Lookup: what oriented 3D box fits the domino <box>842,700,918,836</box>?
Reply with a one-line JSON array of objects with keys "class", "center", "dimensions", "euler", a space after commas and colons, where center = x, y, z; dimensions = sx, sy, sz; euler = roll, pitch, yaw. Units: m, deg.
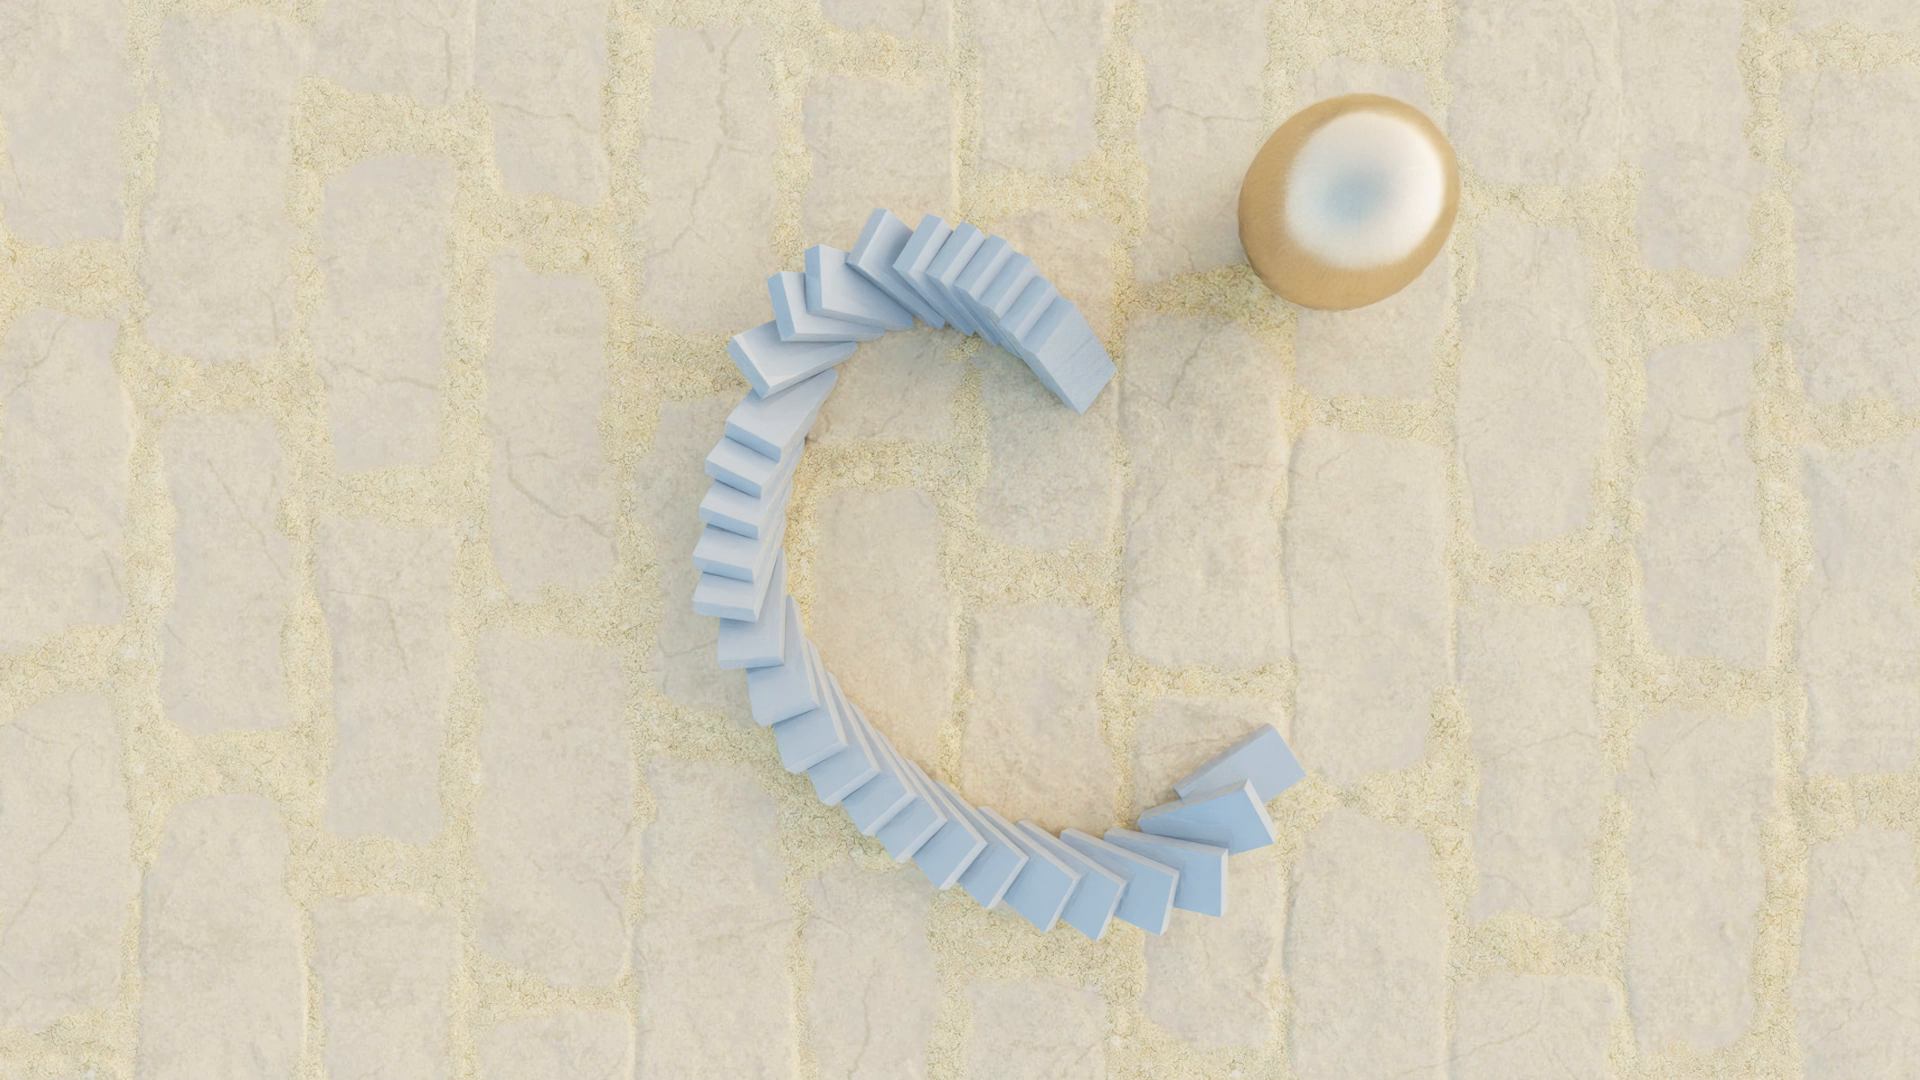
[{"class": "domino", "center": [-0.042, 0.094, 0.382], "dimensions": [0.025, 0.009, 0.050], "euler": [-42, 56, 1]}]

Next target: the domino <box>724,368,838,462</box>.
[{"class": "domino", "center": [-0.074, -0.057, 0.381], "dimensions": [0.025, 0.009, 0.050], "euler": [27, 54, 0]}]

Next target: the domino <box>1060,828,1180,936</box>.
[{"class": "domino", "center": [0.064, 0.142, 0.383], "dimensions": [0.050, 0.009, 0.025], "euler": [13, 92, 30]}]

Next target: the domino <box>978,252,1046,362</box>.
[{"class": "domino", "center": [0.029, -0.092, 0.377], "dimensions": [0.010, 0.050, 0.025], "euler": [37, 90, 36]}]

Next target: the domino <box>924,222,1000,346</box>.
[{"class": "domino", "center": [0.008, -0.104, 0.377], "dimensions": [0.010, 0.050, 0.025], "euler": [36, 90, 36]}]

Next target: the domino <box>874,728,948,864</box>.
[{"class": "domino", "center": [-0.030, 0.106, 0.382], "dimensions": [0.025, 0.009, 0.050], "euler": [-44, 56, 0]}]

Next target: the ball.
[{"class": "ball", "center": [0.151, -0.131, 0.360], "dimensions": [0.080, 0.080, 0.080], "euler": [0, 90, 0]}]

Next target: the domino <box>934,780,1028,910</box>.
[{"class": "domino", "center": [0.002, 0.127, 0.384], "dimensions": [0.050, 0.010, 0.025], "euler": [35, 90, 29]}]

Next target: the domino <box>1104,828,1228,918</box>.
[{"class": "domino", "center": [0.085, 0.138, 0.383], "dimensions": [0.050, 0.010, 0.025], "euler": [1, 93, 31]}]

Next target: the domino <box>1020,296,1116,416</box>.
[{"class": "domino", "center": [0.045, -0.075, 0.377], "dimensions": [0.010, 0.050, 0.025], "euler": [38, 90, 36]}]

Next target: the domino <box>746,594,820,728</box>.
[{"class": "domino", "center": [-0.076, 0.050, 0.382], "dimensions": [0.025, 0.010, 0.050], "euler": [-20, 58, 2]}]

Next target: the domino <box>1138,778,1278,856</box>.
[{"class": "domino", "center": [0.103, 0.120, 0.383], "dimensions": [0.050, 0.009, 0.025], "euler": [-29, 90, 30]}]

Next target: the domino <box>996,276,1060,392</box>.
[{"class": "domino", "center": [0.037, -0.083, 0.377], "dimensions": [0.010, 0.050, 0.025], "euler": [38, 90, 36]}]

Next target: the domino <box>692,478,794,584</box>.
[{"class": "domino", "center": [-0.089, -0.007, 0.381], "dimensions": [0.025, 0.009, 0.050], "euler": [13, 53, 3]}]

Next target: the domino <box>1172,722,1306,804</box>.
[{"class": "domino", "center": [0.120, 0.104, 0.395], "dimensions": [0.050, 0.009, 0.025], "euler": [-34, 90, 0]}]

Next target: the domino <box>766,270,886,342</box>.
[{"class": "domino", "center": [-0.054, -0.096, 0.378], "dimensions": [0.009, 0.050, 0.025], "euler": [-14, 90, 42]}]

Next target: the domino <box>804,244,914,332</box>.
[{"class": "domino", "center": [-0.041, -0.103, 0.378], "dimensions": [0.009, 0.050, 0.025], "euler": [-4, 89, 42]}]

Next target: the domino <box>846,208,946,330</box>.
[{"class": "domino", "center": [-0.021, -0.112, 0.380], "dimensions": [0.050, 0.009, 0.025], "euler": [28, 90, -43]}]

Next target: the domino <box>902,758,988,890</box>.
[{"class": "domino", "center": [-0.015, 0.118, 0.382], "dimensions": [0.025, 0.009, 0.050], "euler": [-50, 56, 1]}]

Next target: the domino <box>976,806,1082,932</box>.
[{"class": "domino", "center": [0.023, 0.137, 0.383], "dimensions": [0.050, 0.009, 0.025], "euler": [30, 94, 29]}]

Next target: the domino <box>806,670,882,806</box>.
[{"class": "domino", "center": [-0.055, 0.082, 0.382], "dimensions": [0.025, 0.010, 0.050], "euler": [-35, 57, 3]}]

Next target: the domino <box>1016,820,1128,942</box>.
[{"class": "domino", "center": [0.042, 0.141, 0.383], "dimensions": [0.050, 0.009, 0.025], "euler": [24, 92, 29]}]

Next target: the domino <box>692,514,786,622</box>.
[{"class": "domino", "center": [-0.091, 0.009, 0.381], "dimensions": [0.025, 0.010, 0.050], "euler": [8, 53, 2]}]

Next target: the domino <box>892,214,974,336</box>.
[{"class": "domino", "center": [-0.004, -0.108, 0.377], "dimensions": [0.009, 0.050, 0.025], "euler": [32, 90, 36]}]

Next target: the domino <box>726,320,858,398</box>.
[{"class": "domino", "center": [-0.069, -0.080, 0.380], "dimensions": [0.050, 0.009, 0.025], "euler": [-36, 89, -39]}]

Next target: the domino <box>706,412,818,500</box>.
[{"class": "domino", "center": [-0.082, -0.042, 0.381], "dimensions": [0.025, 0.010, 0.050], "euler": [26, 54, 1]}]

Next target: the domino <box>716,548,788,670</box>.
[{"class": "domino", "center": [-0.086, 0.028, 0.383], "dimensions": [0.025, 0.010, 0.050], "euler": [-4, 60, 0]}]

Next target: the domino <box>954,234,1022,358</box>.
[{"class": "domino", "center": [0.019, -0.099, 0.377], "dimensions": [0.010, 0.050, 0.025], "euler": [37, 90, 36]}]

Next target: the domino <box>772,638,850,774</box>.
[{"class": "domino", "center": [-0.066, 0.068, 0.381], "dimensions": [0.025, 0.009, 0.050], "euler": [-28, 57, 5]}]

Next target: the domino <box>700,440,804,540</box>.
[{"class": "domino", "center": [-0.086, -0.025, 0.381], "dimensions": [0.025, 0.009, 0.050], "euler": [19, 53, 0]}]
